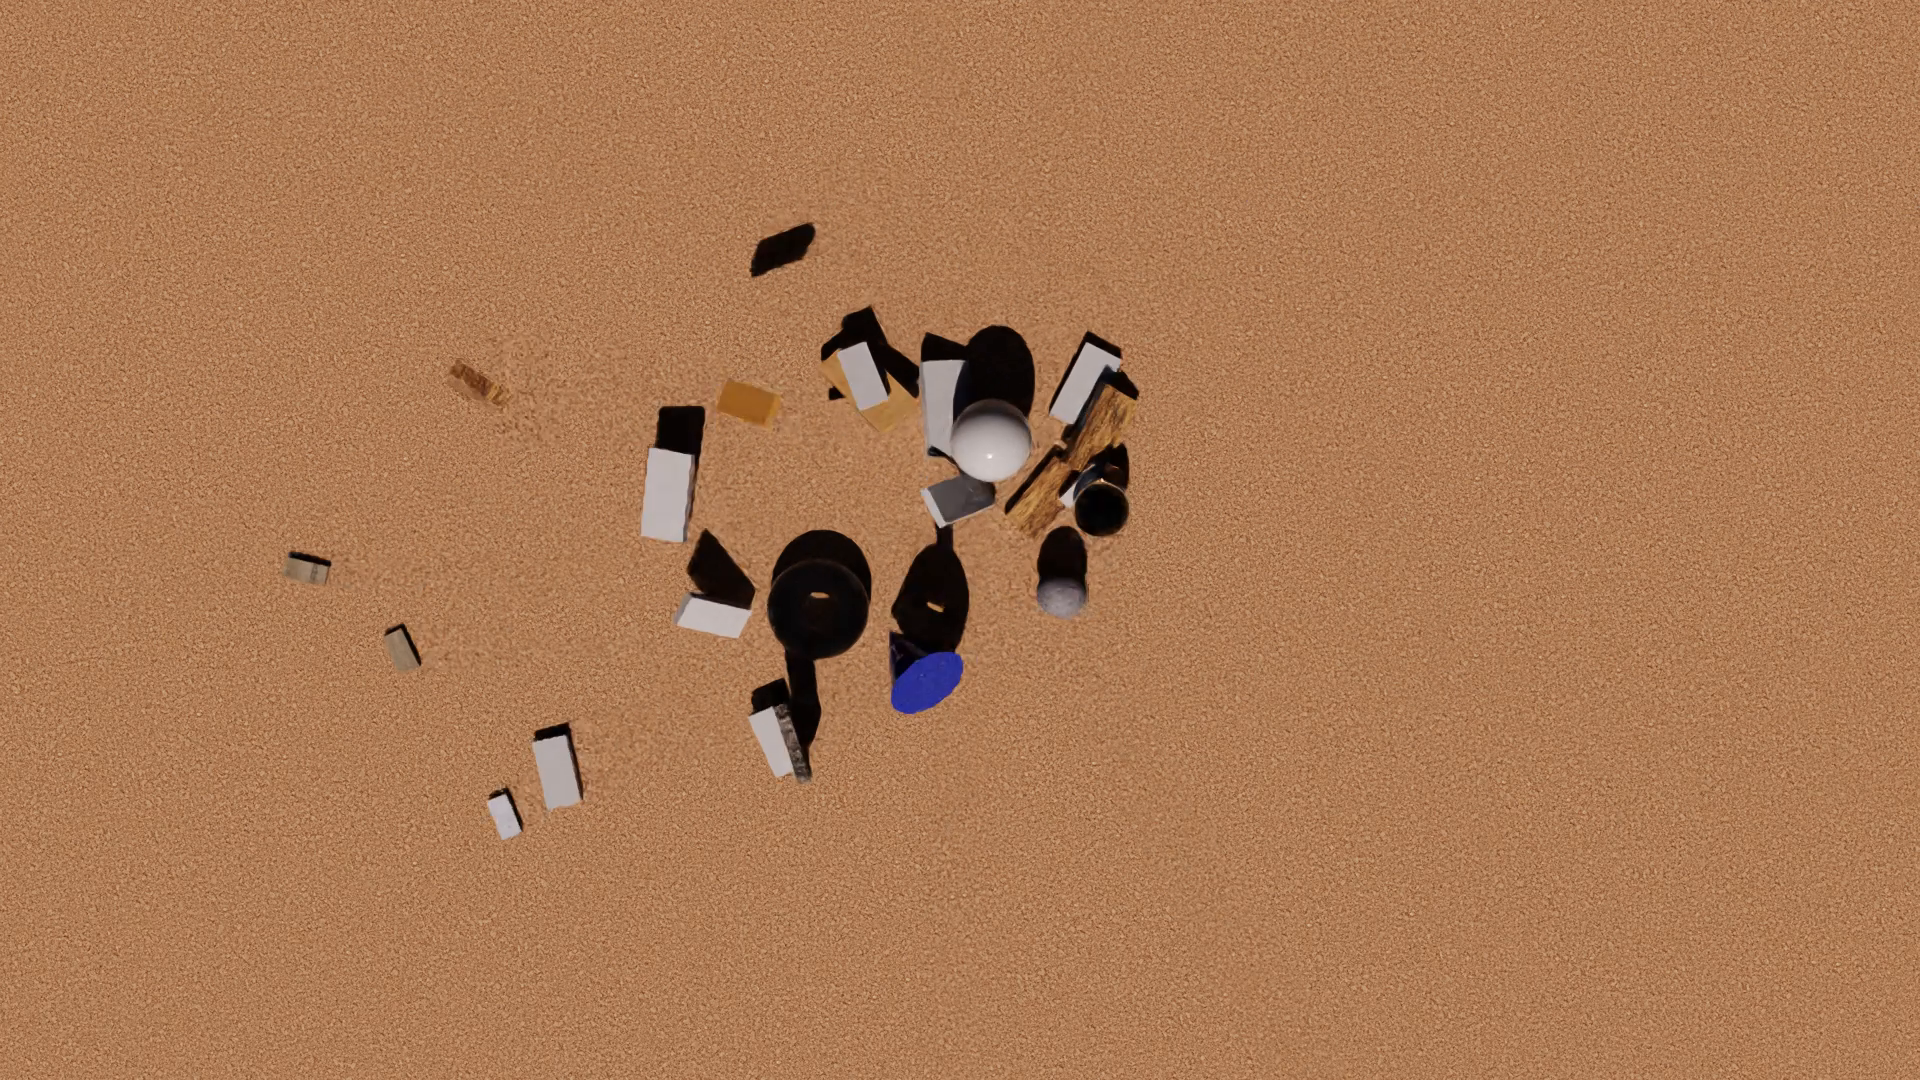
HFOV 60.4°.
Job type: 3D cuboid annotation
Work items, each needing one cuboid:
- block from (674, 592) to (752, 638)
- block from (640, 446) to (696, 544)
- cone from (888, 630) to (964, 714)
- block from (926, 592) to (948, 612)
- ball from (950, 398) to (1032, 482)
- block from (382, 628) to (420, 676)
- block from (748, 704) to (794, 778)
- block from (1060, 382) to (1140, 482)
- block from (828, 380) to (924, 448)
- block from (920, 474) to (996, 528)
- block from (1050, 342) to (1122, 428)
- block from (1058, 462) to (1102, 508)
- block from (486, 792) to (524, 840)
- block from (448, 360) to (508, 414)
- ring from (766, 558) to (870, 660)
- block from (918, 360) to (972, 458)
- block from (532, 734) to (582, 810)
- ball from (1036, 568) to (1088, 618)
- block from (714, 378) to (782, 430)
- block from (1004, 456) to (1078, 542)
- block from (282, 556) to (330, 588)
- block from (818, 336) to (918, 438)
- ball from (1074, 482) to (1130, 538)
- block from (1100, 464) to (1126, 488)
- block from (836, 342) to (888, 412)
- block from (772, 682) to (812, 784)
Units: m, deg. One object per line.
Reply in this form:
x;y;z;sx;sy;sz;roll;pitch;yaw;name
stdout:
-0.808;0.248;5.400;0.229;0.033;0.115;16;114;-36;block
-0.958;-0.148;5.409;0.148;0.042;0.295;10;101;11;block
-0.171;0.376;5.365;0.266;0.266;0.266;-40;52;0;cone
-0.072;0.202;5.304;0.054;0.109;0.015;25;106;2;block
0.100;-0.322;5.329;0.269;0.269;0.269;0;90;0;ball
-1.859;0.372;5.490;0.070;0.020;0.140;-25;90;0;block
-0.603;0.662;5.463;0.115;0.033;0.230;-23;100;0;block
0.462;-0.355;5.445;0.148;0.042;0.295;28;88;-26;block
-0.268;-0.418;5.477;0.316;0.045;0.158;-14;90;0;block
-0.004;-0.138;5.384;0.038;0.266;0.133;-32;84;42;block
0.417;-0.509;5.481;0.133;0.038;0.266;27;90;0;block
0.397;-0.181;5.430;0.054;0.015;0.166;35;104;-33;block
-1.515;0.920;5.490;0.070;0.020;0.140;-22;90;0;block
-0.881;-0.278;3.014;0.103;0.206;0.029;35;80;-14;block
-0.468;0.227;5.445;0.339;0.113;0.339;0;91;0;ring
-0.043;-0.433;5.451;0.158;0.045;0.316;-4;90;-21;block
-1.338;0.769;5.484;0.115;0.033;0.230;-13;90;0;block
0.334;0.173;5.417;0.167;0.167;0.167;0;90;0;ball
-0.644;-0.415;5.014;0.206;0.029;0.103;20;87;33;block
0.282;-0.137;5.481;0.133;0.038;0.266;39;90;0;block
-2.175;0.106;5.490;0.140;0.020;0.070;14;90;0;block
-0.303;-0.507;5.436;0.158;0.045;0.316;-43;80;-6;block
0.462;-0.100;5.388;0.185;0.185;0.185;0;90;0;ball
0.502;-0.210;5.422;0.015;0.109;0.054;32;92;38;block
-0.318;-0.535;5.391;0.103;0.029;0.206;-22;86;-1;block
-0.546;0.626;5.339;0.042;0.148;0.295;-16;113;-2;block
